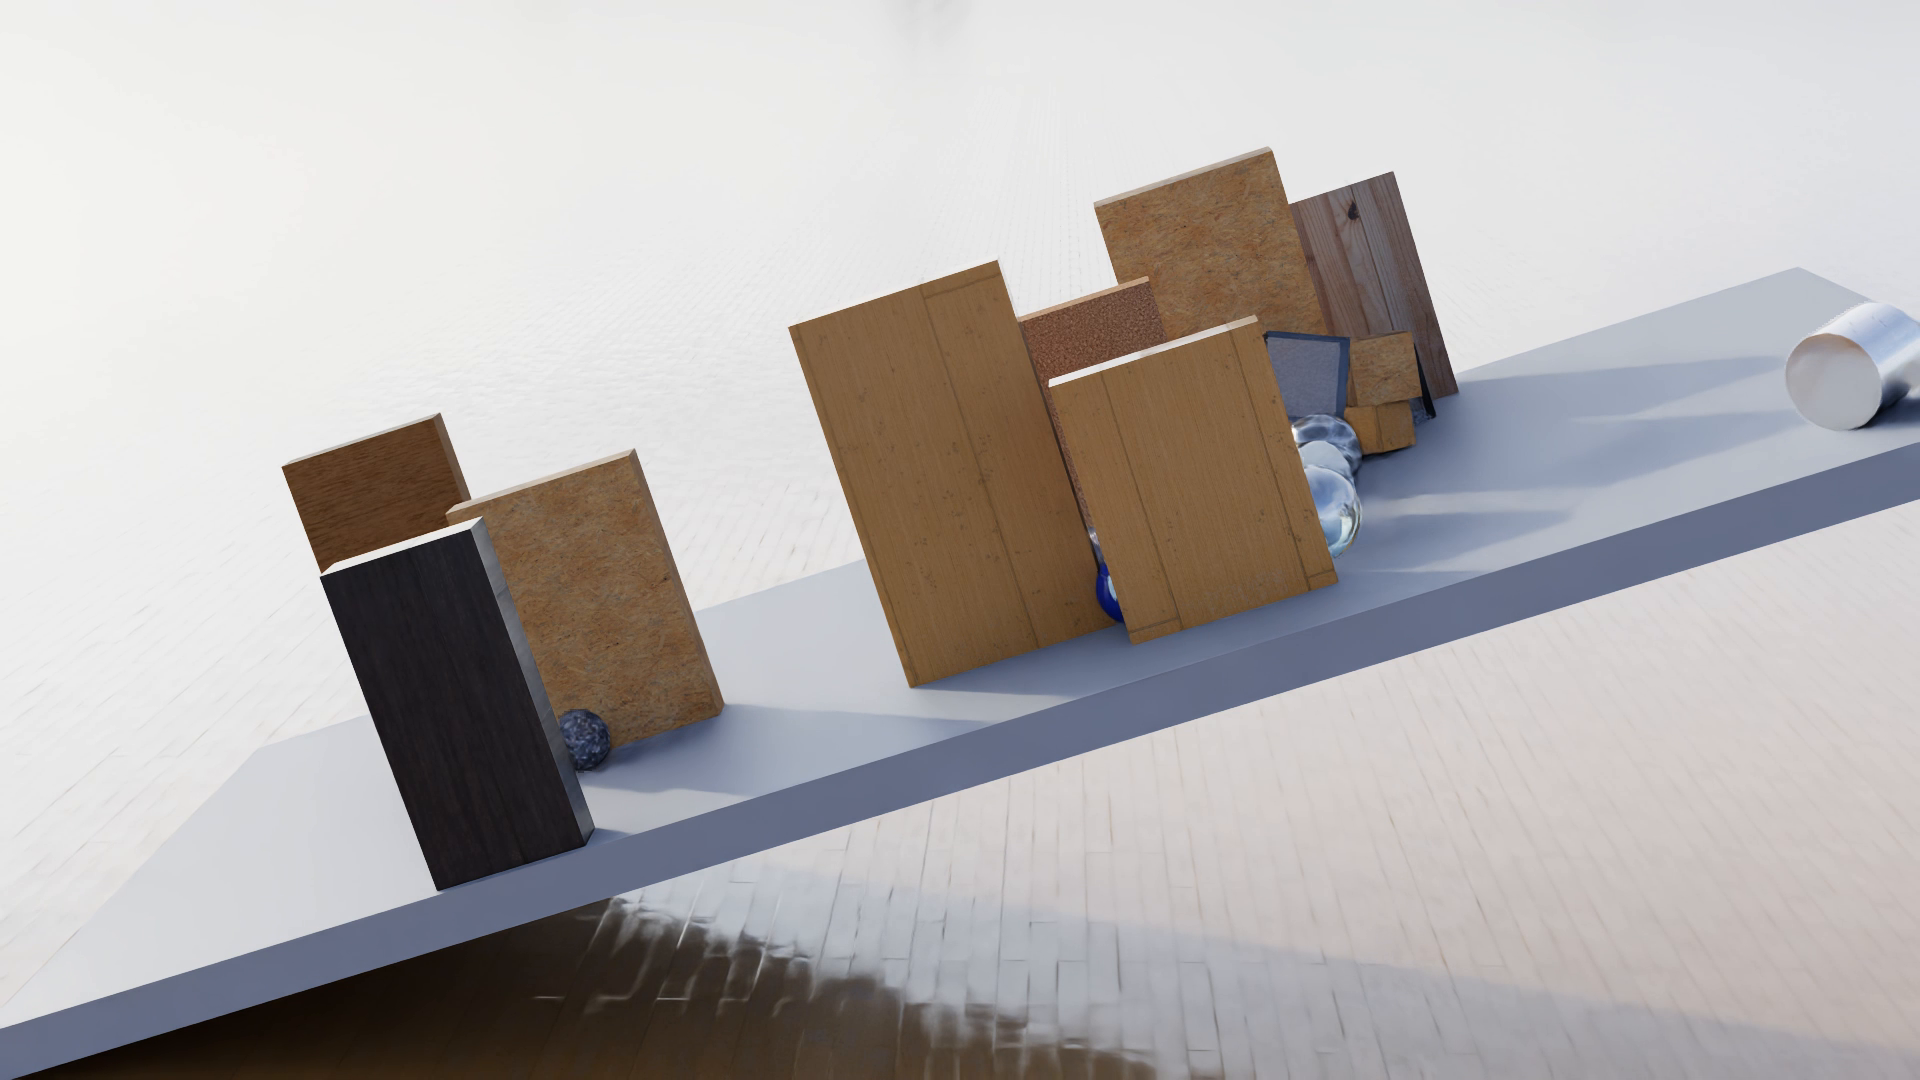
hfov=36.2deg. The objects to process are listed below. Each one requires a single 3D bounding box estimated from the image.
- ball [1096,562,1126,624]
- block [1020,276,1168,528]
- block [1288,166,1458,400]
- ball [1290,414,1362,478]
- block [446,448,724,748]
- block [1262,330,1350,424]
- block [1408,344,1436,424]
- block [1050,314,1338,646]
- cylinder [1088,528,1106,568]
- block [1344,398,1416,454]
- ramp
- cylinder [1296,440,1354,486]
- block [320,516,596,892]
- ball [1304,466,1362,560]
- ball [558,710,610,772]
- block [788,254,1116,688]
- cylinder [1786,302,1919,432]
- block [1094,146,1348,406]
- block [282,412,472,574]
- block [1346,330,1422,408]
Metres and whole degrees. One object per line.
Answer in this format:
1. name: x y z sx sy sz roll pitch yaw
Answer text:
1. ball: 0.334 0.092 5.704 0.143 0.143 0.143 0 12 0
2. block: 0.341 -0.248 6.299 0.304 0.560 0.096 -17 10 5
3. block: 0.928 -0.566 6.970 0.349 0.546 0.144 -17 10 5
4. ball: 0.770 -0.183 6.291 0.176 0.176 0.176 0 12 0
5. block: -0.779 0.146 6.136 0.401 0.576 0.096 -17 10 5
6. block: 0.750 -0.356 6.503 0.181 0.181 0.181 5 -3 -3
7. block: 0.972 -0.350 6.797 0.179 0.179 0.179 -18 10 -1
8. block: 0.440 -0.111 5.539 0.405 0.519 0.092 -17 10 5
9. cylinder: 0.285 0.040 6.099 0.128 0.128 0.128 -4 5 -21
10. block: 0.930 -0.253 6.531 0.105 0.105 0.105 -14 7 -30
11. ramp: 0.102 0.182 6.309 4.000 0.100 2.000 -17 10 5
12. cylinder: 0.655 -0.090 5.937 0.202 0.202 0.202 -11 3 -42
13. block: -0.924 0.304 5.433 0.294 0.626 0.115 -17 10 5
14. ball: 0.683 -0.049 5.706 0.191 0.191 0.191 0 12 0
15. ball: -0.776 0.410 6.016 0.124 0.124 0.124 0 12 0
16. block: -0.012 -0.134 5.776 0.425 0.754 0.119 -17 10 5
17. cylinder: 1.661 -0.321 5.446 0.189 0.189 0.189 11 28 42
18. block: 0.607 -0.487 6.674 0.415 0.705 0.146 -17 10 5
19. block: -1.245 0.108 6.727 0.366 0.721 0.086 -17 10 5
20. block: 0.930 -0.381 6.531 0.144 0.144 0.144 -11 6 -2
